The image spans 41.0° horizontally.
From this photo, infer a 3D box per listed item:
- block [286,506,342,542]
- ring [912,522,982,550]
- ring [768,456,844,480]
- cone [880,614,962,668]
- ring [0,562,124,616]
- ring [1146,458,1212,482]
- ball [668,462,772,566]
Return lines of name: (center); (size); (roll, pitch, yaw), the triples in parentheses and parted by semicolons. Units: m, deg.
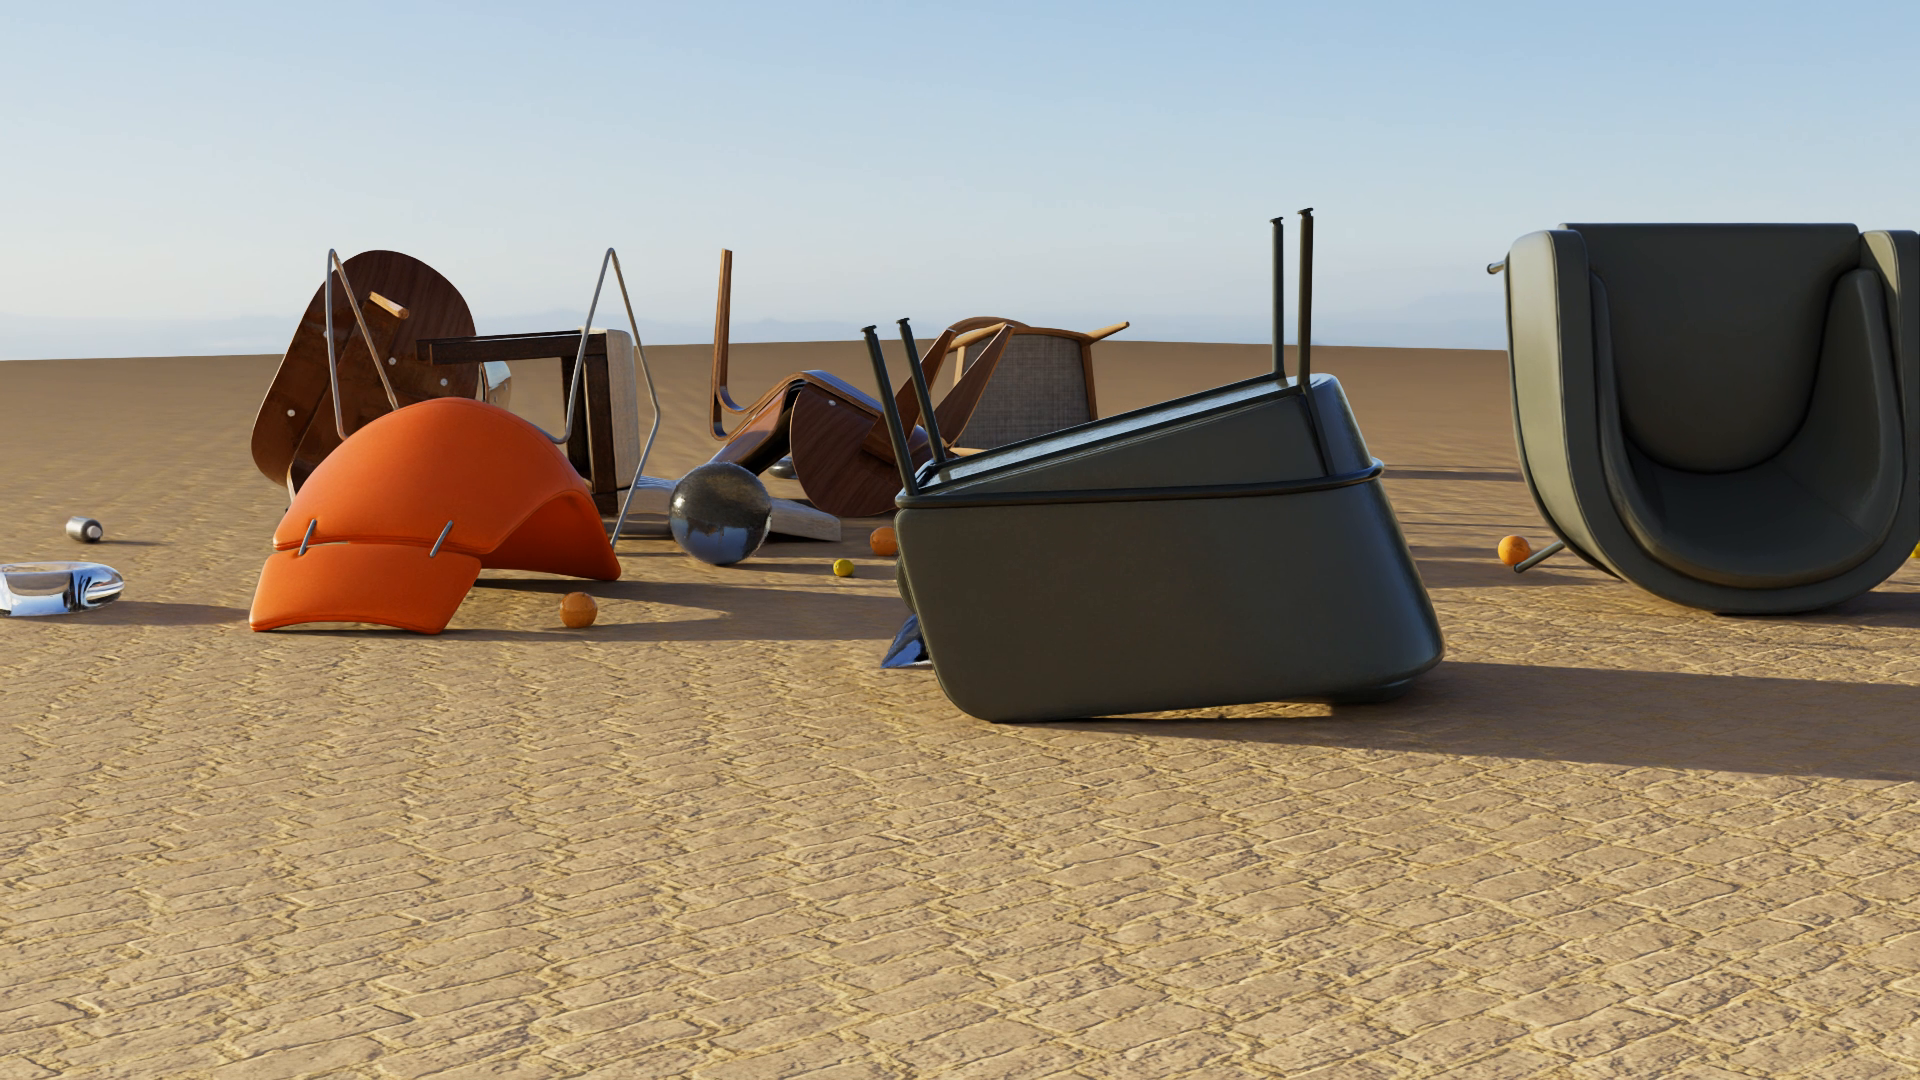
block: (-1.612, -0.040, 6.404); (0.125, 0.081, 0.055); (1, 6, 12)
ring: (-0.031, -0.009, 6.229); (0.213, 0.057, 0.095); (4, 9, 41)
ring: (-0.508, -0.238, 8.413); (0.234, 0.063, 0.305); (-5, 7, -33)
cone: (-0.092, 0.192, 4.350); (0.126, 0.088, 0.150); (-29, 22, -37)
ring: (-1.825, 0.096, 5.084); (0.324, 0.084, 0.328); (0, 5, 7)
ring: (0.705, -0.225, 8.269); (0.239, 0.069, 0.146); (6, 10, 40)
ball: (-0.546, -0.060, 5.846); (0.236, 0.236, 0.236); (0, 6, 0)
